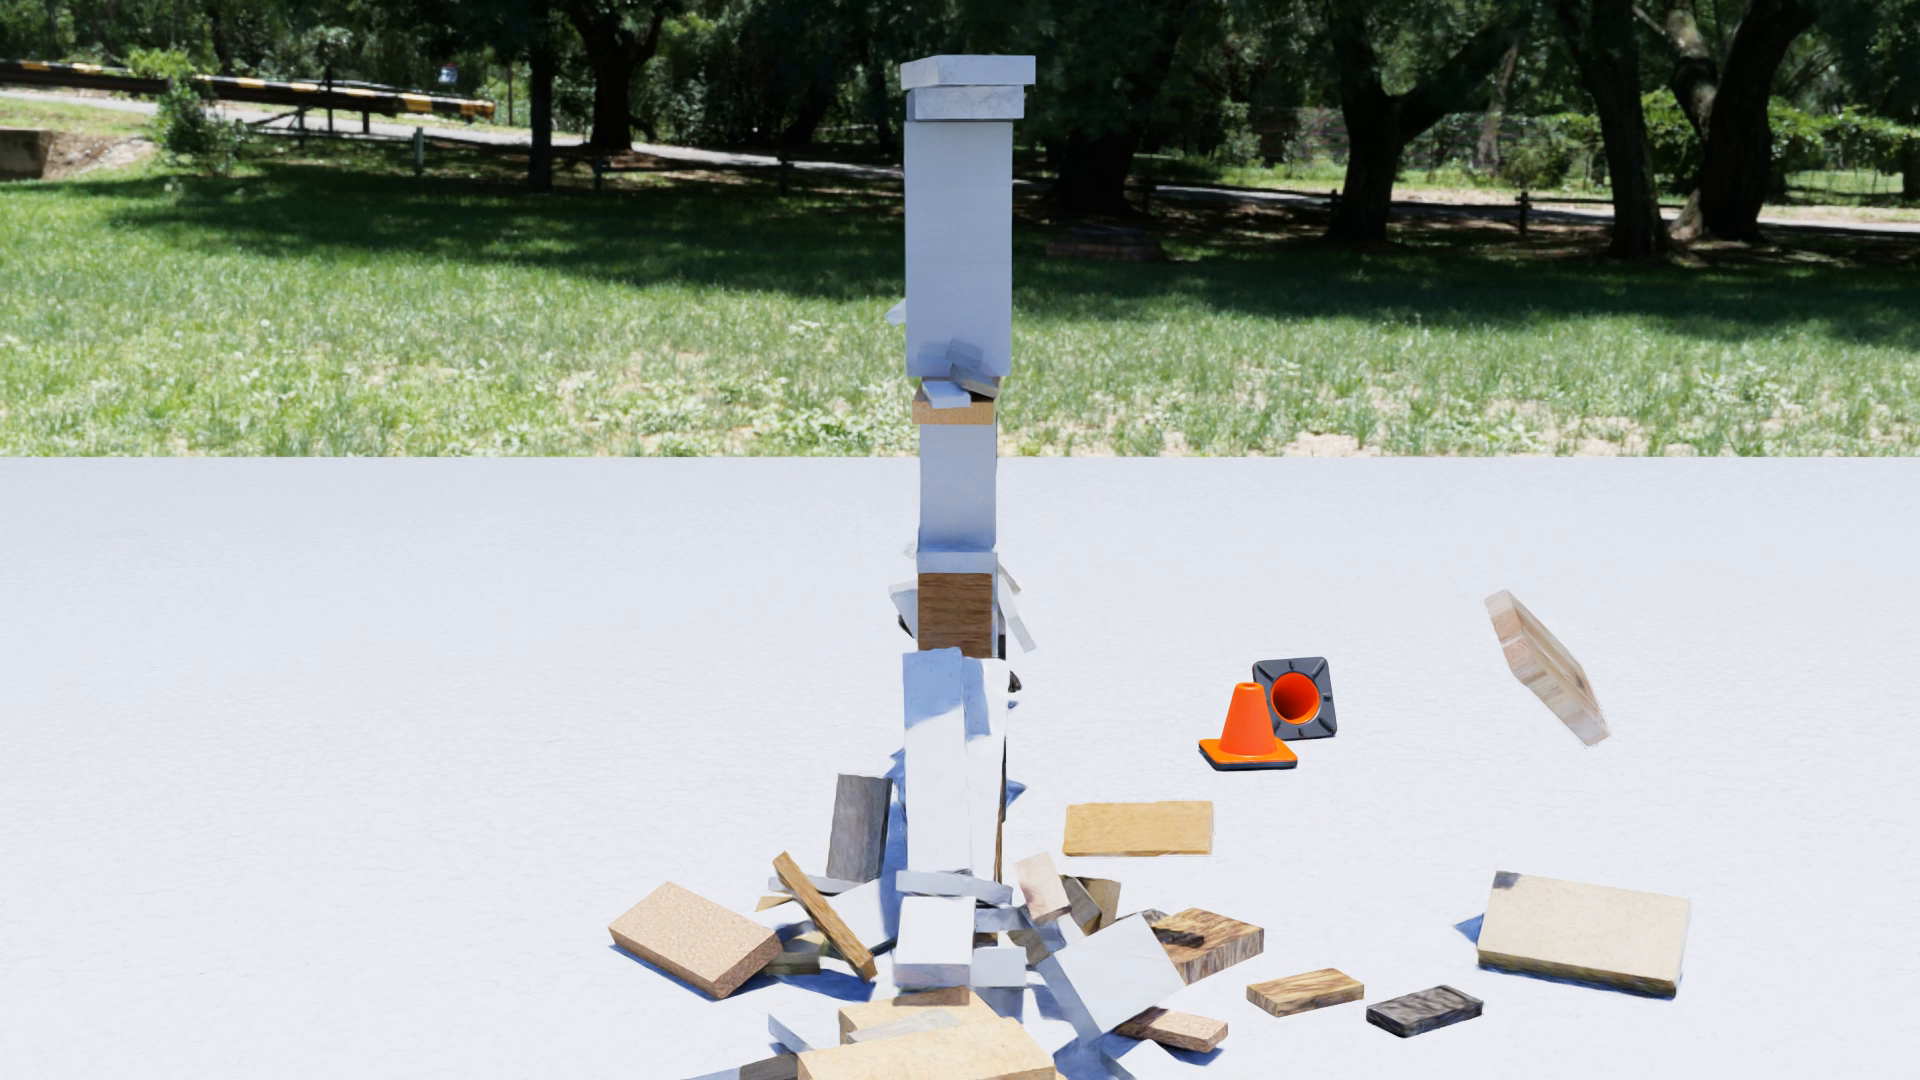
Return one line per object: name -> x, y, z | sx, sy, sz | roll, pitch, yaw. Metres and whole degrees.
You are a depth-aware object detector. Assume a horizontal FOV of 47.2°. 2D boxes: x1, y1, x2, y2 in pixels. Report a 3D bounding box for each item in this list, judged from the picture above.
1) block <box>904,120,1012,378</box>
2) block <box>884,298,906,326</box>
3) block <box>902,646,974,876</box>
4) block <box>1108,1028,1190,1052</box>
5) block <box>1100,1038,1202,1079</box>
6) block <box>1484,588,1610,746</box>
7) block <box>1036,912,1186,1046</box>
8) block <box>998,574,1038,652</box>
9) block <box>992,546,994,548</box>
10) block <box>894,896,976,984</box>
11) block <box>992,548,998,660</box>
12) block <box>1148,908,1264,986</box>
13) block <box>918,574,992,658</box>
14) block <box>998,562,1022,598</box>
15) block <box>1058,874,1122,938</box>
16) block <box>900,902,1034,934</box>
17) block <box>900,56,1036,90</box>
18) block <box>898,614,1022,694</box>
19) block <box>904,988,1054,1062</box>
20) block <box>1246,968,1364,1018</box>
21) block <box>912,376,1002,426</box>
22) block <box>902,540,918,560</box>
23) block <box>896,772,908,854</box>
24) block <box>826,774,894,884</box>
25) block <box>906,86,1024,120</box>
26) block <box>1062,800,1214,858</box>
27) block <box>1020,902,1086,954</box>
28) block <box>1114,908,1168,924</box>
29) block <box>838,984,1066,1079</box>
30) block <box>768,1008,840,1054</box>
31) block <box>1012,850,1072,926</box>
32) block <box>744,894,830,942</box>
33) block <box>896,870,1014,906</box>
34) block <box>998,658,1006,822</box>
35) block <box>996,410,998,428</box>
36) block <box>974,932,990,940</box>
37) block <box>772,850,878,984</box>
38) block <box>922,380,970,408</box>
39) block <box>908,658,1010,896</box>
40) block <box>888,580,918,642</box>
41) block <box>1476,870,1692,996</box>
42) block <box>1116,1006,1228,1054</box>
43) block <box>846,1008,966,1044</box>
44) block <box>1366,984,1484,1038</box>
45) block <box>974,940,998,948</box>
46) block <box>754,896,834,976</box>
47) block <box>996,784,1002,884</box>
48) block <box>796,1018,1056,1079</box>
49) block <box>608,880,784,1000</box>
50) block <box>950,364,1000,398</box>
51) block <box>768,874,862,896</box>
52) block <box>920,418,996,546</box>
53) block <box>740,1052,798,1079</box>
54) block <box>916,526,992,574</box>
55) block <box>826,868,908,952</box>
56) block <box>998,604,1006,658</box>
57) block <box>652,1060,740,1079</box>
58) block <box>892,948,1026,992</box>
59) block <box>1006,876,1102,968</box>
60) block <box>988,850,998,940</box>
block -> -0.003, -0.459, 3.477 | 0.167, 0.401, 0.047 | -1, 16, -3
block -> -0.069, -0.432, 3.946 | 0.096, 0.027, 0.192 | -40, 10, -13
block -> -0.035, 0.333, 3.315 | 0.091, 0.026, 0.389 | -7, 53, 5
block -> 0.276, 0.686, 3.099 | 0.138, 0.020, 0.069 | 6, 12, 31
block -> 0.257, 0.713, 2.945 | 0.077, 0.022, 0.155 | -5, 11, -23
block -> 0.932, 0.204, 3.486 | 0.041, 0.145, 0.290 | -31, -44, 22
block -> 0.212, 0.603, 3.039 | 0.035, 0.123, 0.247 | -41, -17, 29
block -> 0.102, 0.141, 4.171 | 0.026, 0.090, 0.181 | -23, -26, 4
block -> -0.003, 0.172, 3.849 | 0.123, 0.461, 0.035 | 0, 11, 1
block -> -0.031, 0.527, 2.910 | 0.098, 0.028, 0.195 | 0, 16, 2
block -> 0.004, 0.137, 3.755 | 0.121, 0.241, 0.034 | 0, 10, 1
block -> 0.325, 0.629, 3.353 | 0.138, 0.039, 0.275 | 10, 14, 43
block -> -0.008, 0.166, 3.596 | 0.121, 0.241, 0.034 | 0, 11, 0
block -> 0.055, 0.121, 4.486 | 0.027, 0.096, 0.366 | -37, -8, -17
block -> 0.180, 0.570, 3.415 | 0.026, 0.091, 0.182 | 20, -14, -29
block -> 0.019, 0.543, 3.180 | 0.117, 0.033, 0.234 | 1, -7, 26
block -> 0.009, -0.713, 3.359 | 0.145, 0.041, 0.290 | -3, 10, -12
block -> 0.006, 0.242, 4.666 | 0.090, 0.026, 0.552 | -17, -24, 13
block -> 0.025, 0.675, 2.858 | 0.177, 0.050, 0.355 | -1, 10, -4
block -> 0.506, 0.662, 3.221 | 0.155, 0.022, 0.077 | -5, 12, -27
block -> -0.002, -0.227, 3.461 | 0.123, 0.035, 0.247 | 1, 17, 4
block -> -0.045, 0.028, 4.343 | 0.087, 0.025, 0.175 | 29, -15, -15
block -> -0.025, 0.448, 3.354 | 0.117, 0.033, 0.234 | -5, 41, -7
block -> -0.170, 0.490, 3.713 | 0.091, 0.182, 0.026 | 4, -8, 19
block -> 0.004, -0.696, 3.522 | 0.167, 0.047, 0.334 | -1, 10, -4
block -> 0.273, 0.443, 3.369 | 0.235, 0.079, 0.022 | -5, -27, 25
block -> 0.164, 0.597, 3.181 | 0.183, 0.026, 0.091 | 53, 16, 23
block -> 0.274, 0.616, 3.475 | 0.142, 0.020, 0.071 | -7, 13, -35
block -> -0.002, 0.652, 2.700 | 0.177, 0.050, 0.355 | -6, 14, -23
block -> -0.186, 0.681, 2.999 | 0.091, 0.026, 0.183 | 2, 5, -26
block -> 0.118, 0.501, 3.170 | 0.057, 0.016, 0.114 | -20, 38, -2
block -> -0.254, 0.588, 3.425 | 0.158, 0.022, 0.079 | -10, 14, -43
block -> -0.006, 0.490, 3.092 | 0.098, 0.028, 0.195 | 1, -12, 23
block -> 0.004, 0.359, 4.041 | 0.159, 0.318, 0.045 | 0, 10, 0
block -> 0.004, -0.251, 3.976 | 0.127, 0.254, 0.036 | 0, 8, 1
block -> -0.008, 0.583, 3.247 | 0.067, 0.019, 0.135 | -5, -11, 16
block -> -0.202, 0.563, 3.281 | 0.026, 0.091, 0.212 | -37, 67, -14
block -> -0.021, -0.222, 3.353 | 0.057, 0.016, 0.114 | -3, 17, -8
block -> 0.001, 0.357, 3.349 | 0.123, 0.035, 0.410 | 4, 52, 3
block -> -0.047, 0.221, 4.545 | 0.062, 0.017, 0.701 | -13, -24, 6
block -> 0.943, 0.592, 3.325 | 0.290, 0.041, 0.145 | 5, 50, 26
block -> 0.294, 0.676, 3.047 | 0.138, 0.020, 0.069 | 6, 12, 30
block -> -0.063, 0.613, 2.710 | 0.138, 0.020, 0.069 | -8, 15, -32
block -> 0.665, 0.675, 3.151 | 0.155, 0.022, 0.077 | -7, 12, -32
block -> 0.023, 0.613, 3.281 | 0.067, 0.019, 0.135 | -1, -15, 0
block -> -0.267, 0.616, 3.436 | 0.123, 0.035, 0.247 | 1, 11, 3
block -> 0.002, 0.458, 3.639 | 0.135, 0.271, 0.038 | 0, 11, 2
block -> -0.040, 0.630, 2.592 | 0.275, 0.039, 0.138 | -5, 14, -19
block -> -0.407, 0.607, 3.354 | 0.123, 0.035, 0.298 | -36, 29, -30
block -> 0.022, -0.246, 3.401 | 0.057, 0.016, 0.114 | 17, 12, -14
block -> -0.223, 0.559, 3.533 | 0.079, 0.022, 0.157 | -13, -21, 40
block -> -0.003, -0.114, 3.576 | 0.123, 0.247, 0.035 | 0, 17, 1
block -> -0.239, 0.715, 2.941 | 0.142, 0.020, 0.071 | -7, 13, -34
block -> -0.010, 0.015, 3.655 | 0.121, 0.034, 0.241 | 0, 10, 0
block -> -0.128, 0.586, 3.450 | 0.195, 0.028, 0.098 | -13, 61, -51
block -> 0.003, 0.161, 4.112 | 0.159, 0.045, 0.318 | 0, 11, 0
block -> -0.369, 0.717, 2.790 | 0.186, 0.071, 0.020 | -6, 13, -29
block -> 0.000, 0.604, 3.081 | 0.177, 0.050, 0.355 | -1, -13, 0
block -> 0.143, 0.579, 3.336 | 0.135, 0.068, 0.019 | -42, -13, 7
block -> 0.000, 0.548, 3.447 | 0.117, 0.033, 0.261 | -3, 24, 2
